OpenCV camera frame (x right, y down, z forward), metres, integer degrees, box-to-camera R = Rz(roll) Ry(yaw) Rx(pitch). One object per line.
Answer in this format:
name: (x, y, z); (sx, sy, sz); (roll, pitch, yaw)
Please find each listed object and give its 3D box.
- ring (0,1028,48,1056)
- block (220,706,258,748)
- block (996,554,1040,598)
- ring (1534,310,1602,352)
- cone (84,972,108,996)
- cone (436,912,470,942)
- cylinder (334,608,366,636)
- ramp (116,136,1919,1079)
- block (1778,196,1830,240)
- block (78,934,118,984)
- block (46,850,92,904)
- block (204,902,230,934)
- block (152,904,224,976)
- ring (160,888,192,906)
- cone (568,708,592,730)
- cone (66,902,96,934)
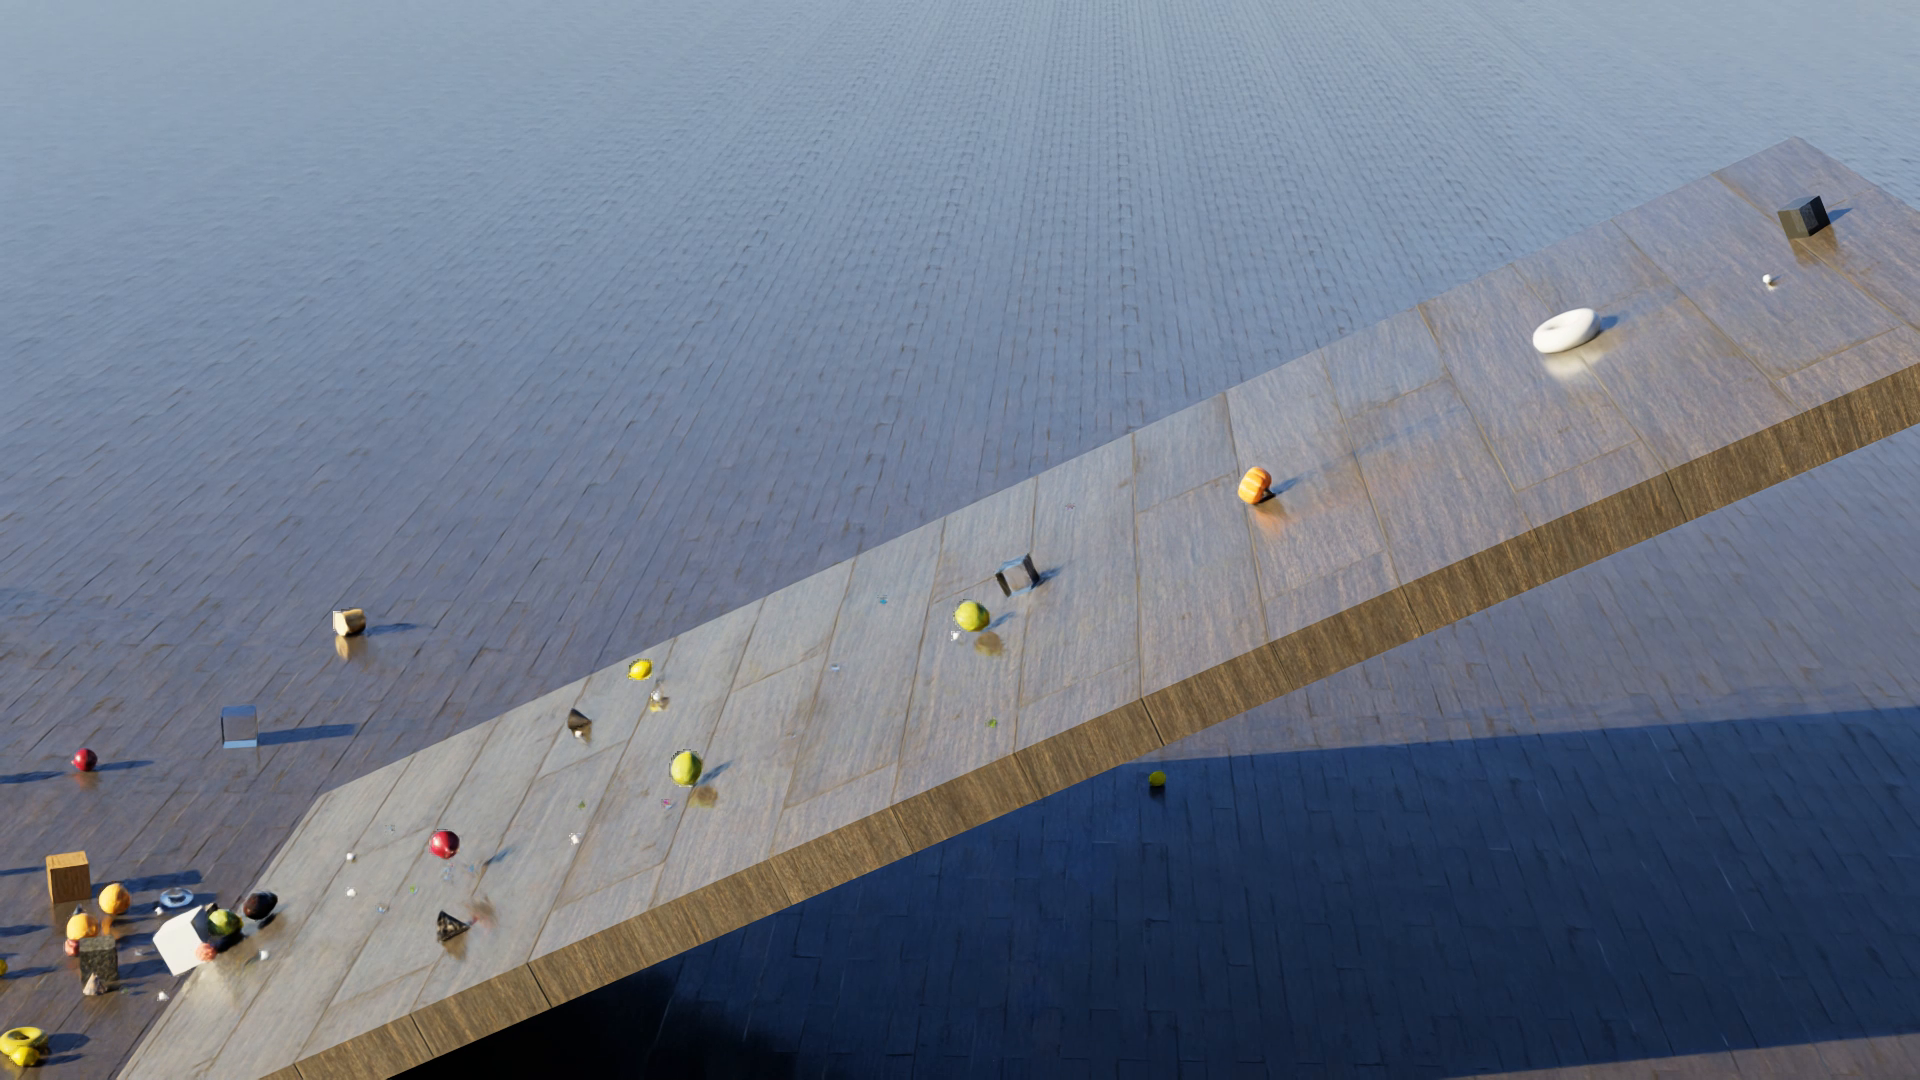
ring: (-2.013, 1.079, 6.326); (0.103, 0.034, 0.103); (0, 15, 0)
block: (-2.006, 0.520, 8.194); (0.091, 0.091, 0.091); (-3, 16, -9)
block: (0.124, 0.078, 6.296); (0.063, 0.063, 0.063); (-20, 14, 24)
ring: (1.270, -0.437, 6.146); (0.148, 0.049, 0.148); (-24, 14, 6)
cone: (-1.944, 0.989, 6.607); (0.052, 0.052, 0.052); (0, 16, 0)
cone: (-1.001, 0.768, 5.841); (0.061, 0.061, 0.061); (-4, 15, 10)
cylinder: (-1.898, 0.256, 9.157); (0.071, 0.071, 0.071); (-15, 22, -41)
ramp: (0.136, 0.169, 6.282); (4.000, 0.100, 2.000); (-24, 13, 9)
block: (1.749, -0.669, 6.097); (0.064, 0.064, 0.064); (-32, 14, -23)
block: (-1.958, 0.953, 6.686); (0.079, 0.079, 0.079); (-4, 16, -15)
block: (-2.164, 0.819, 7.140); (0.090, 0.090, 0.090); (-7, 17, -22)
block: (-1.719, 0.877, 6.704); (0.064, 0.064, 0.064); (-23, 14, 20)
block: (-1.723, 0.894, 6.567); (0.097, 0.097, 0.097); (-24, 13, 9)
ring: (-1.891, 0.864, 7.101); (0.077, 0.026, 0.077); (1, 17, 0)
cone: (-0.893, 0.427, 6.960); (0.053, 0.053, 0.053); (8, 17, 18)
cone: (-2.079, 0.885, 6.948); (0.067, 0.067, 0.067); (0, 16, 0)
